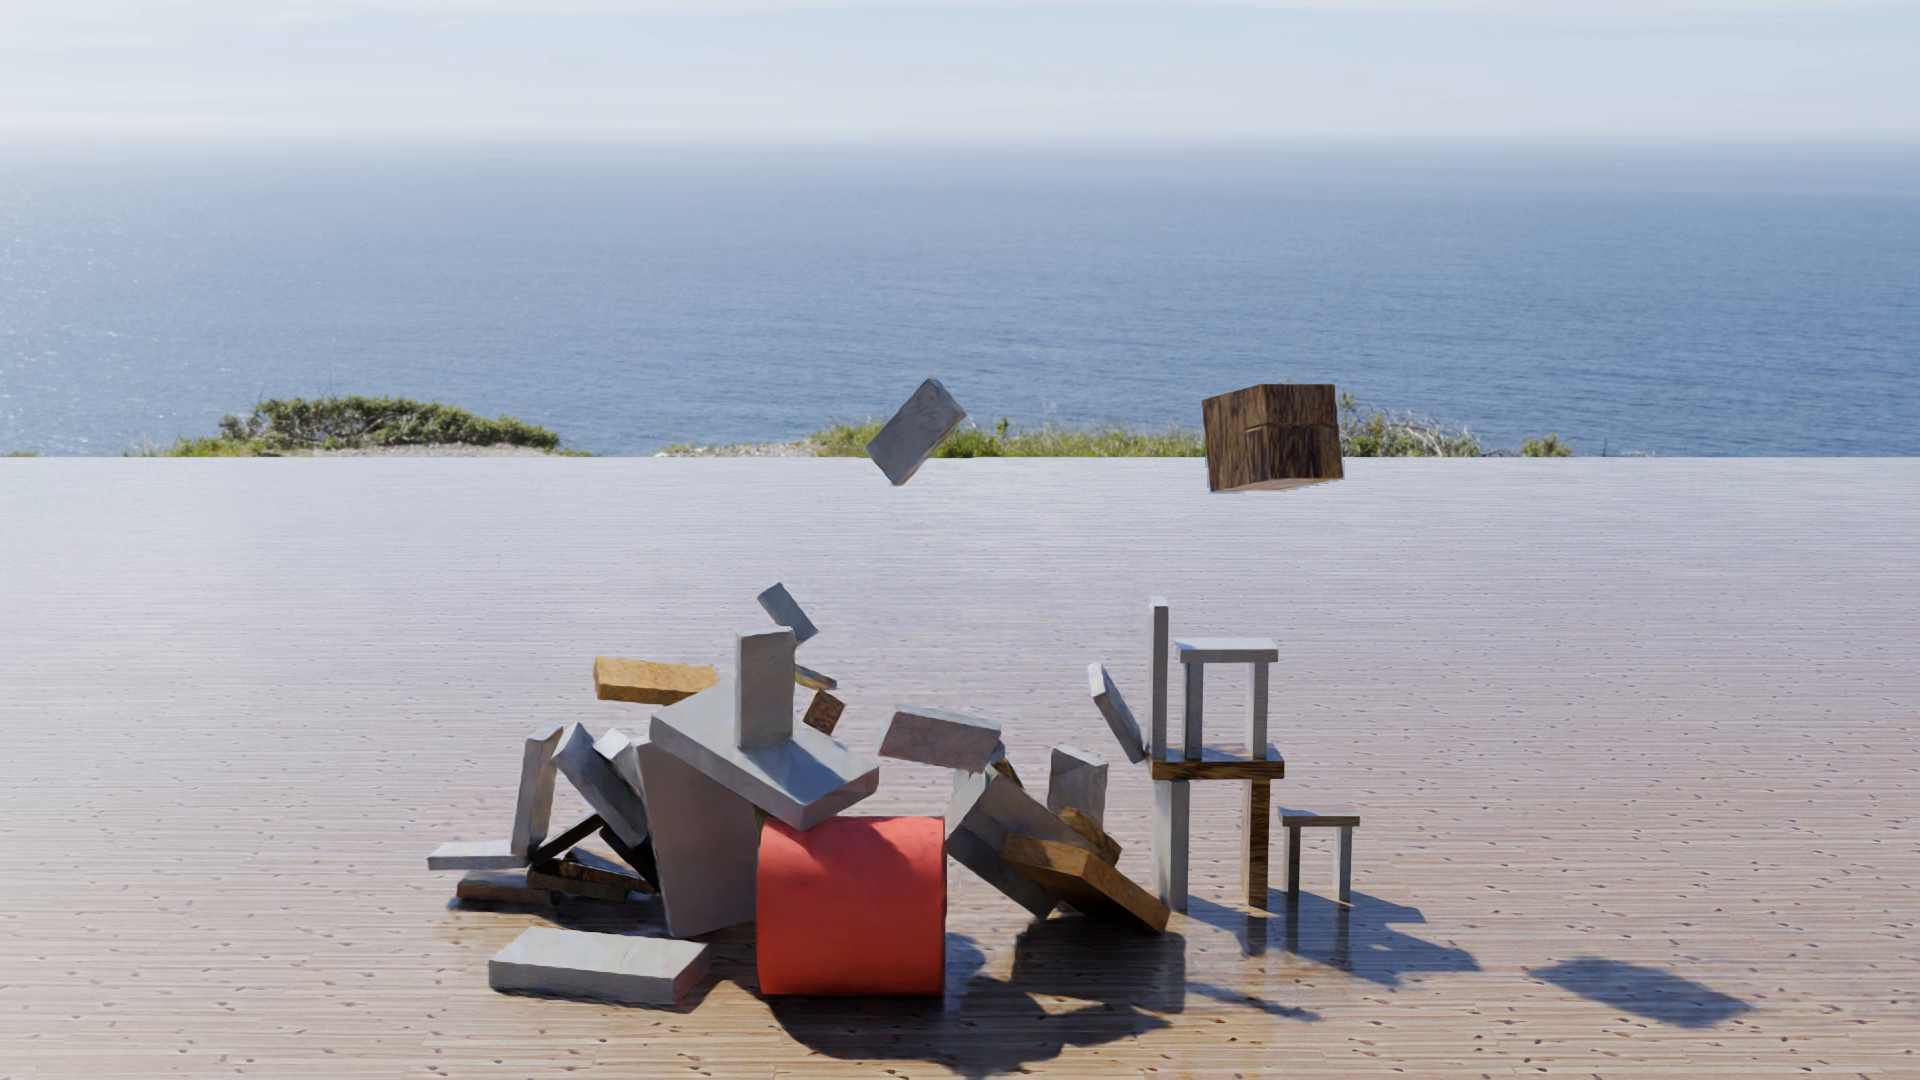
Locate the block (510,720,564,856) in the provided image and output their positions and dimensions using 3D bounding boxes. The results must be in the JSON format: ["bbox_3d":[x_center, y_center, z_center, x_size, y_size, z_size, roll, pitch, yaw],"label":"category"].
[{"bbox_3d":[-0.697,0.409,3.626,0.029,0.202,0.101,12,13,6],"label":"block"}]

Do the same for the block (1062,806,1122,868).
[{"bbox_3d":[0.206,0.511,3.634,0.023,0.082,0.165,13,-21,40],"label":"block"}]

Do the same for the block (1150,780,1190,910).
[{"bbox_3d":[0.346,0.488,3.627,0.030,0.215,0.108,-2,11,-12],"label":"block"}]

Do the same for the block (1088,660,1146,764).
[{"bbox_3d":[0.260,0.287,3.651,0.023,0.165,0.082,-23,33,13],"label":"block"}]

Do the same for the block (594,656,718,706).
[{"bbox_3d":[-0.504,0.238,3.655,0.202,0.029,0.101,6,22,-16],"label":"block"}]

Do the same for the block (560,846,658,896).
[{"bbox_3d":[-0.575,0.549,3.658,0.164,0.023,0.082,12,12,3],"label":"block"}]

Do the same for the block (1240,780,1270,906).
[{"bbox_3d":[0.489,0.485,3.647,0.030,0.215,0.108,0,11,0],"label":"block"}]

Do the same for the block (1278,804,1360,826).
[{"bbox_3d":[0.593,0.457,3.643,0.127,0.018,0.063,0,11,0],"label":"block"}]

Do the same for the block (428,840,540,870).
[{"bbox_3d":[-0.791,0.525,3.660,0.165,0.023,0.082,-2,9,7],"label":"block"}]

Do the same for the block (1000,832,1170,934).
[{"bbox_3d":[0.198,0.535,3.419,0.147,0.042,0.293,8,-21,35],"label":"block"}]

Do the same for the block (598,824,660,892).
[{"bbox_3d":[-0.512,0.520,3.628,0.164,0.023,0.082,41,25,10],"label":"block"}]

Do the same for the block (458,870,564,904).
[{"bbox_3d":[-0.744,0.576,3.661,0.165,0.023,0.082,3,11,4],"label":"block"}]

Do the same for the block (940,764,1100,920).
[{"bbox_3d":[0.086,0.476,3.462,0.293,0.147,0.042,41,-4,-41],"label":"block"}]

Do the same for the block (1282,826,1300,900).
[{"bbox_3d":[0.551,0.528,3.656,0.018,0.127,0.063,0,11,0],"label":"block"}]

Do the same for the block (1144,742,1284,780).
[{"bbox_3d":[0.418,0.364,3.622,0.215,0.030,0.108,0,11,-2],"label":"block"}]

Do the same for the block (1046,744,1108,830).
[{"bbox_3d":[0.196,0.463,3.753,0.029,0.207,0.104,-11,22,-43],"label":"block"}]

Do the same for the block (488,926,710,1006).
[{"bbox_3d":[-0.539,0.638,3.299,0.293,0.042,0.147,3,11,14],"label":"block"}]

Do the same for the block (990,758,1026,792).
[{"bbox_3d":[0.114,0.475,3.599,0.029,0.243,0.103,-22,40,8],"label":"block"}]

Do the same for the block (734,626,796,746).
[{"bbox_3d":[-0.290,0.218,3.268,0.085,0.171,0.024,-6,16,-27],"label":"block"}]

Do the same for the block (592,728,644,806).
[{"bbox_3d":[-0.463,0.452,3.567,0.046,0.325,0.162,-41,14,-13],"label":"block"}]

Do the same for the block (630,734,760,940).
[{"bbox_3d":[-0.405,0.452,3.460,0.162,0.325,0.046,-13,13,-17],"label":"block"}]

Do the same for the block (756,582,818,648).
[{"bbox_3d":[-0.268,0.117,3.424,0.014,0.100,0.050,-42,-6,38],"label":"block"}]

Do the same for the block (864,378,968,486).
[{"bbox_3d":[-0.074,-0.177,3.622,0.085,0.171,0.024,50,24,16],"label":"block"}]

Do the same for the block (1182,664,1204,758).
[{"bbox_3d":[0.381,0.270,3.610,0.023,0.159,0.080,0,11,-2],"label":"block"}]

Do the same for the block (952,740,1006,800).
[{"bbox_3d":[0.027,0.404,3.547,0.029,0.207,0.104,-11,-36,27],"label":"block"}]

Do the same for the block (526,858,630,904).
[{"bbox_3d":[-0.631,0.563,3.655,0.165,0.023,0.082,11,11,-2],"label":"block"}]

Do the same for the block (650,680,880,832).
[{"bbox_3d":[-0.296,0.320,3.311,0.325,0.046,0.162,26,32,33],"label":"block"}]

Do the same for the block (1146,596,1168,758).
[{"bbox_3d":[0.323,0.224,3.598,0.023,0.254,0.082,0,11,-1],"label":"block"}]

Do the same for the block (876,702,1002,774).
[{"bbox_3d":[-0.032,0.299,3.318,0.171,0.086,0.024,12,31,-19],"label":"block"}]

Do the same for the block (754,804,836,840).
[{"bbox_3d":[-0.326,0.450,3.754,0.179,0.179,0.179,-5,-15,-20],"label":"block"}]

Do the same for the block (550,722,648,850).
[{"bbox_3d":[-0.581,0.401,3.595,0.029,0.203,0.101,-34,16,17],"label":"block"}]

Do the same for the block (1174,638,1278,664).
[{"bbox_3d":[0.434,0.180,3.596,0.159,0.023,0.080,0,11,-2],"label":"block"}]

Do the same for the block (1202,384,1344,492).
[{"bbox_3d":[0.519,-0.169,3.658,0.156,0.156,0.156,-2,-5,-33],"label":"block"}]

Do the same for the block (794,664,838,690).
[{"bbox_3d":[-0.255,0.227,3.631,0.050,0.014,0.100,-7,-24,41],"label":"block"}]

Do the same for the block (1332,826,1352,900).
[{"bbox_3d":[0.636,0.528,3.656,0.018,0.127,0.063,0,11,0],"label":"block"}]

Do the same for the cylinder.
[{"bbox_3d":[-0.155,0.538,3.236,0.261,0.261,0.261,0,11,1],"label":"cylinder"}]

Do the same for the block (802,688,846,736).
[{"bbox_3d":[-0.221,0.285,3.470,0.050,0.014,0.100,34,45,-8],"label":"block"}]

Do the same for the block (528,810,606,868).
[{"bbox_3d":[-0.632,0.483,3.649,0.164,0.023,0.082,-32,2,13],"label":"block"}]

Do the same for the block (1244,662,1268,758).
[{"bbox_3d":[0.488,0.269,3.614,0.023,0.159,0.080,0,11,-2],"label":"block"}]
